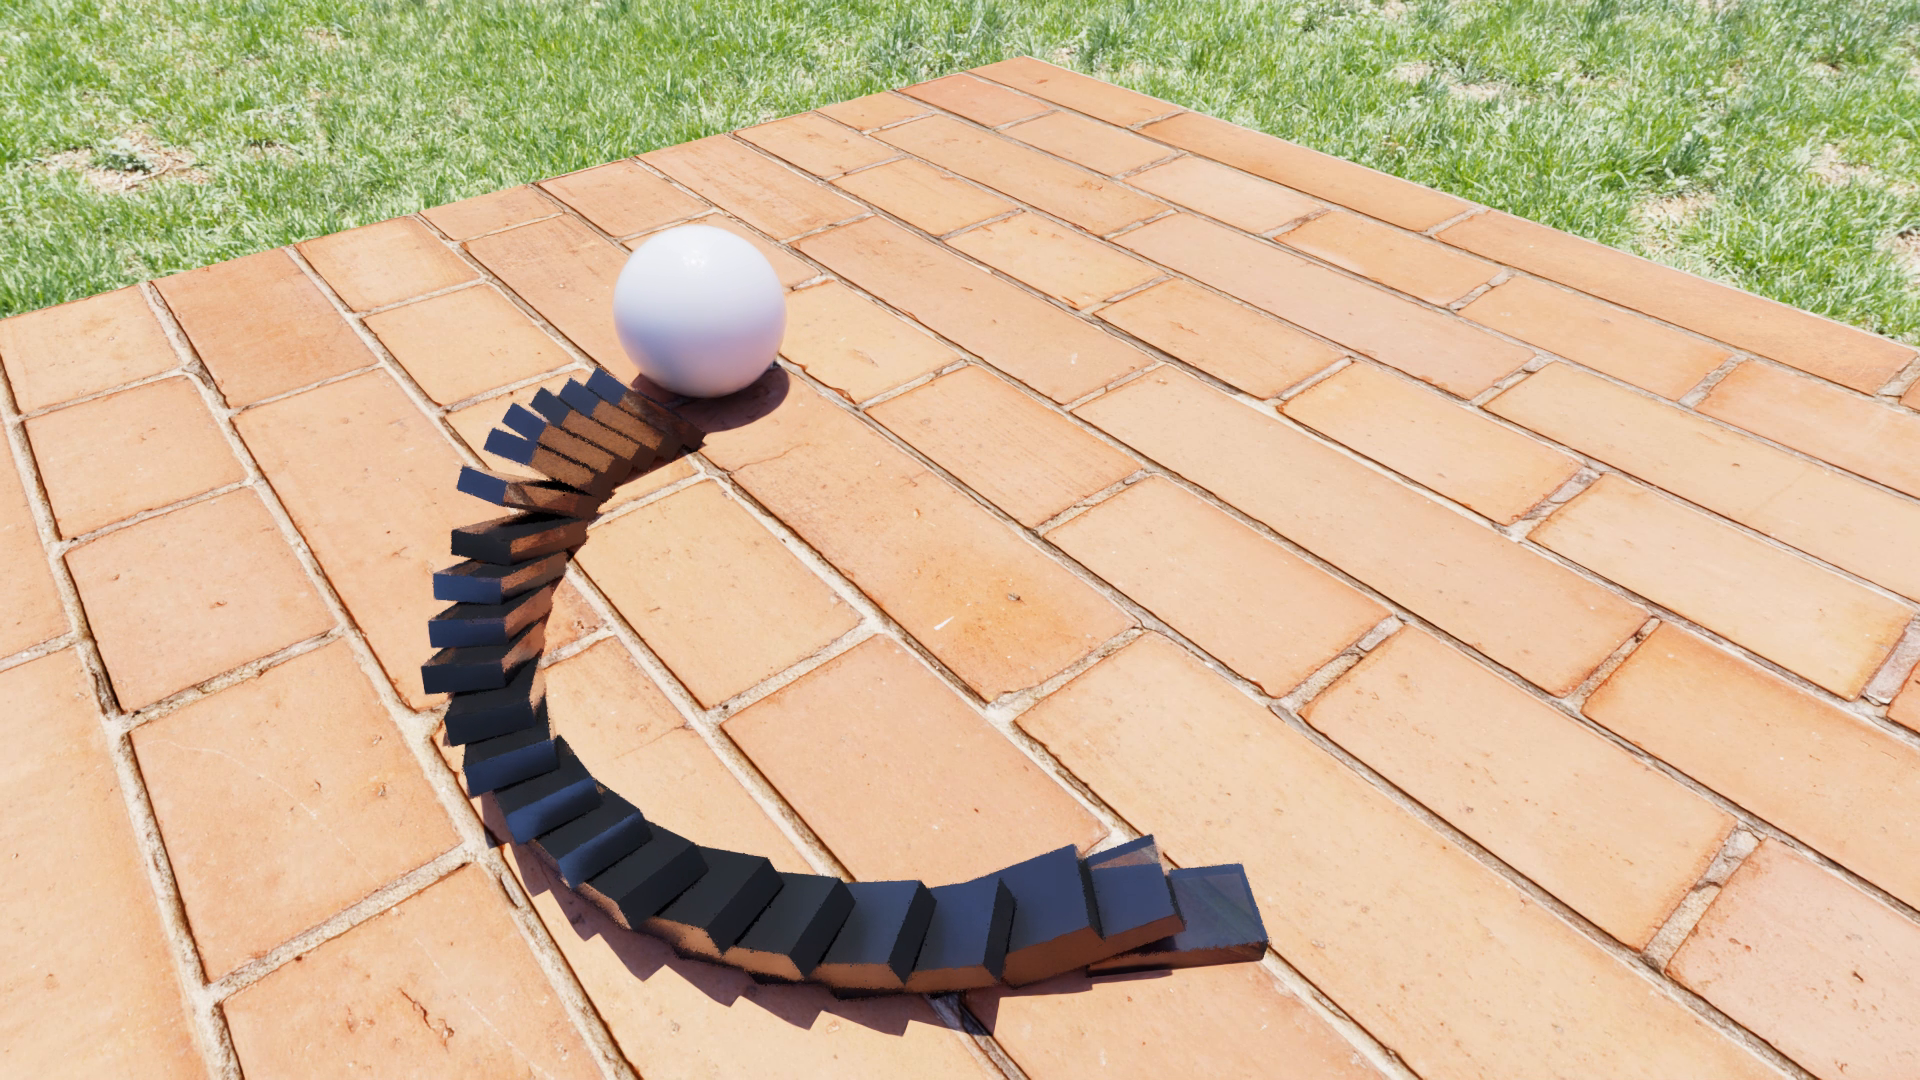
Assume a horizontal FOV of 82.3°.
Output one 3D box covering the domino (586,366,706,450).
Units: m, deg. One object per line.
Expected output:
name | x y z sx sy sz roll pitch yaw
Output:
domino | -0.138 -0.057 0.486 0.025 0.050 0.009 33 90 33

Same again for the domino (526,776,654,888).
domino | -0.112 0.084 0.323 0.025 0.009 0.050 -30 19 -31

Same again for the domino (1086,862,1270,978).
domino | 0.059 0.107 0.312 0.050 0.010 0.025 -4 39 -5

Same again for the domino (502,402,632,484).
domino | -0.165 -0.040 0.465 0.025 0.050 0.009 29 88 30

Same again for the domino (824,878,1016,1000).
domino | -0.011 0.107 0.295 0.050 0.010 0.025 -17 33 26

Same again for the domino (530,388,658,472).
domino | -0.157 -0.047 0.473 0.025 0.050 0.009 33 90 34

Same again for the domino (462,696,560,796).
domino | -0.142 0.064 0.347 0.025 0.009 0.050 -17 14 -19

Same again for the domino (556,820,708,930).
domino | -0.095 0.092 0.313 0.025 0.009 0.050 -35 22 -35

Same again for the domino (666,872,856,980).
domino | -0.055 0.103 0.300 0.050 0.009 0.025 -8 30 37

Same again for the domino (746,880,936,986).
domino | -0.033 0.106 0.296 0.050 0.010 0.025 -13 32 31

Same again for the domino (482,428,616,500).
domino | -0.168 -0.030 0.453 0.025 0.050 0.010 19 83 21

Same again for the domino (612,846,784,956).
domino | -0.075 0.098 0.306 0.050 0.009 0.025 -6 29 41

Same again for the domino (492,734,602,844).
domino | -0.128 0.075 0.334 0.025 0.010 0.050 -24 16 -26

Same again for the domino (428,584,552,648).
domino | -0.167 0.026 0.393 0.025 0.009 0.050 -2 11 -3

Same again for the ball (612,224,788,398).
ball | -0.122 -0.107 0.518 0.080 0.080 0.080 0 39 0

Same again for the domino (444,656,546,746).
domino | -0.152 0.052 0.362 0.025 0.009 0.050 -13 12 -15

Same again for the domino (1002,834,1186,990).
domino | 0.034 0.102 0.303 0.050 0.010 0.025 -23 38 10

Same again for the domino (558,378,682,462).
domino | -0.147 -0.052 0.480 0.025 0.050 0.010 33 90 33

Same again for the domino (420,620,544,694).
domino | -0.162 0.039 0.377 0.025 0.010 0.050 -5 11 -6

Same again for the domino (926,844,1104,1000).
domino | 0.012 0.104 0.300 0.050 0.010 0.025 -24 38 13

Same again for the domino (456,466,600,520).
domino | -0.172 -0.019 0.442 0.025 0.010 0.050 18 3 24

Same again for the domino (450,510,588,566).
domino | -0.170 -0.002 0.428 0.025 0.010 0.050 10 12 11

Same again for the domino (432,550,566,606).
domino | -0.170 0.013 0.410 0.025 0.010 0.050 4 11 5
